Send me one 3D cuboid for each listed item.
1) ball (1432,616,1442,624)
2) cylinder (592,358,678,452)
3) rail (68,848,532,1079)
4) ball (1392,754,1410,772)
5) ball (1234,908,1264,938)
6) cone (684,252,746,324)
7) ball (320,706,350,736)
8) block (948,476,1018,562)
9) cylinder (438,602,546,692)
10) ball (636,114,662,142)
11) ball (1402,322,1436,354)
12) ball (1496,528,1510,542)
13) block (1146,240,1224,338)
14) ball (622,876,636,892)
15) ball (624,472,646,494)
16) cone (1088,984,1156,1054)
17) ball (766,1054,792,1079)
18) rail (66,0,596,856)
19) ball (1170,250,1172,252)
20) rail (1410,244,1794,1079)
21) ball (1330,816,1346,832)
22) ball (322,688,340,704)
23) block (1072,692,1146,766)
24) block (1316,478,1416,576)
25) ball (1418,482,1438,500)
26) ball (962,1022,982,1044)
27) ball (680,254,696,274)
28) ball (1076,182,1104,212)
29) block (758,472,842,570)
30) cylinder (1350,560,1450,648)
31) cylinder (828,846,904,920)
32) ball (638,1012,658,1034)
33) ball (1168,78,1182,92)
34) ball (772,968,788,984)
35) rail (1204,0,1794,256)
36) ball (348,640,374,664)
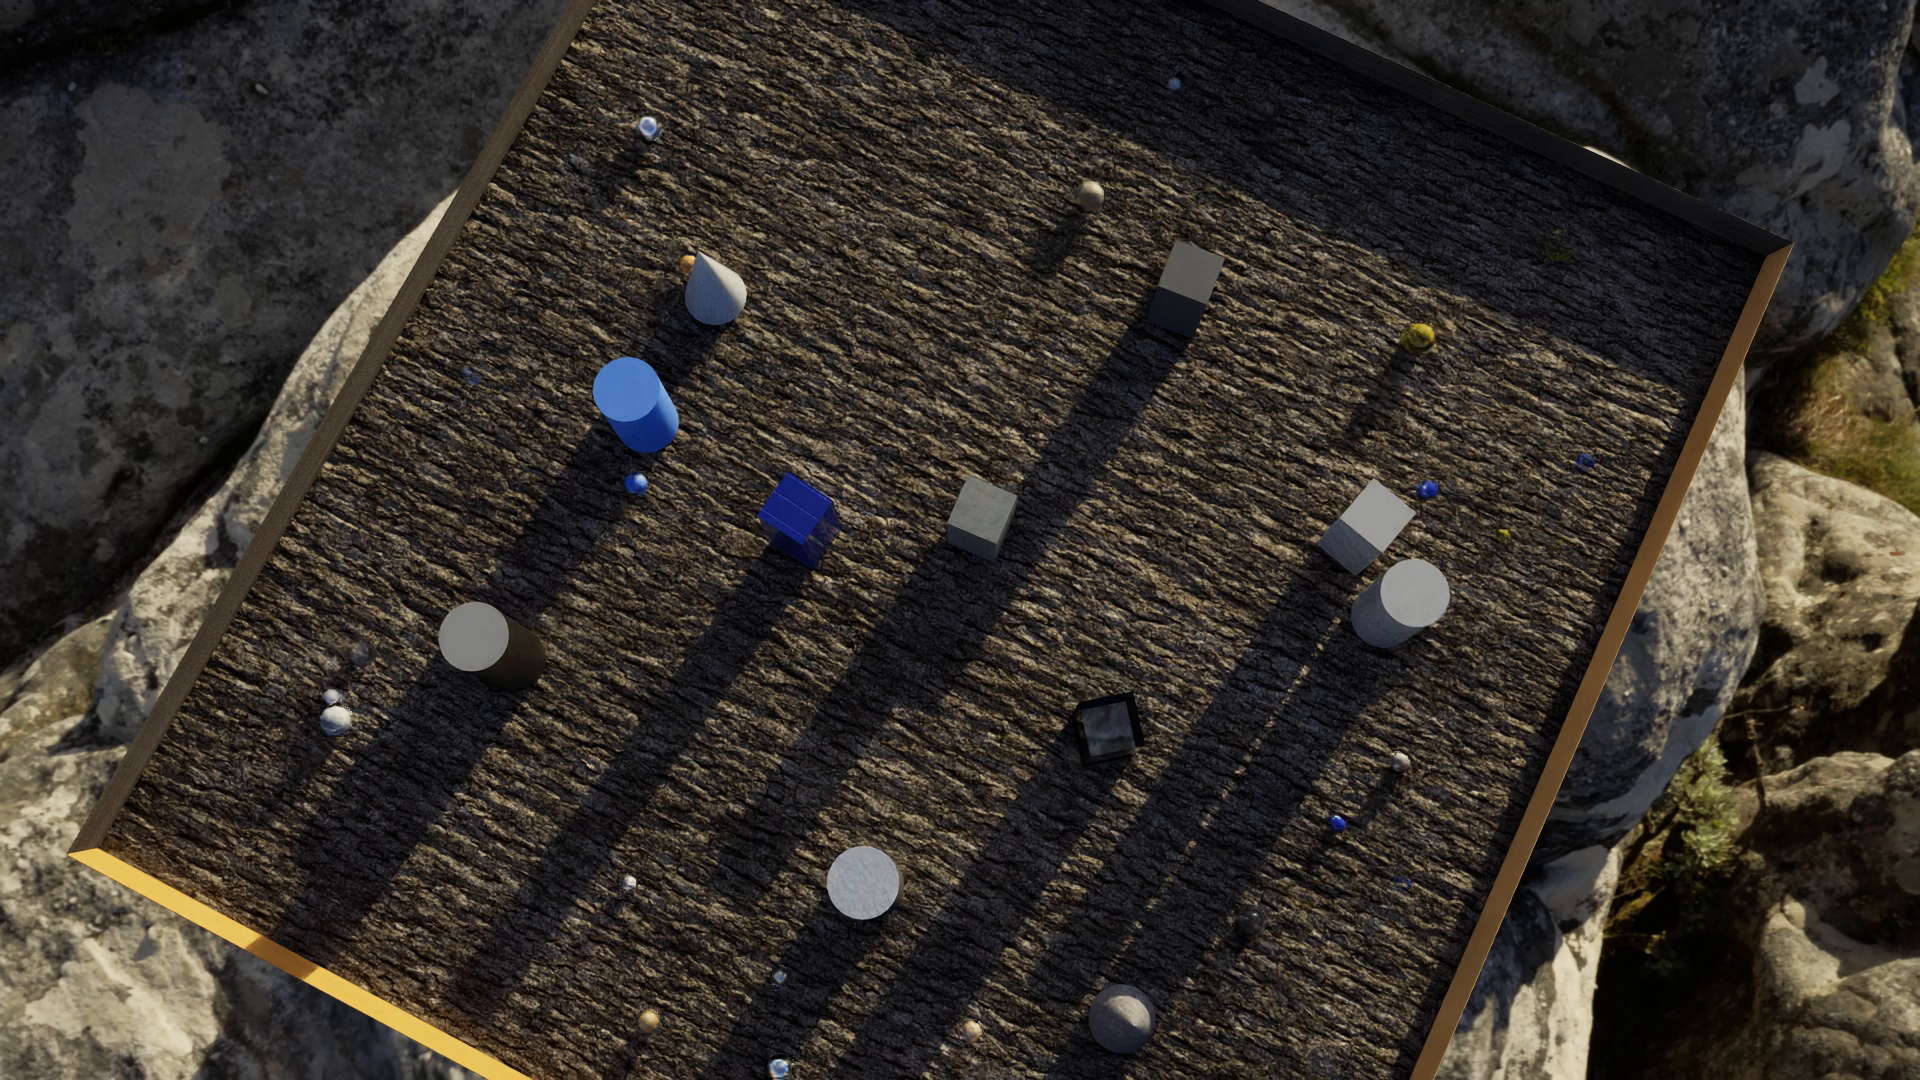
[{"bbox_3d":[1.419,0.218,5.530,0.073,0.073,0.073,0,78,0],"label":"ball"},{"bbox_3d":[-0.971,-0.402,5.514,0.195,0.364,0.195,0,78,0],"label":"cylinder"},{"bbox_3d":[-0.881,1.731,5.192,3.789,0.127,0.045,26,80,5],"label":"rail"},{"bbox_3d":[1.312,0.663,5.451,0.056,0.056,0.056,0,78,0],"label":"ball"},{"bbox_3d":[0.844,1.115,5.342,0.087,0.087,0.087,0,78,0],"label":"ball"},{"bbox_3d":[-0.771,-0.811,5.583,0.195,0.395,0.195,0,78,0],"label":"cone"},{"bbox_3d":[-1.862,0.538,5.461,0.087,0.087,0.087,0,78,0],"label":"ball"},{"bbox_3d":[0.065,-0.060,5.482,0.156,0.287,0.156,23,79,5],"label":"block"},{"bbox_3d":[-1.349,0.315,5.312,0.195,0.469,0.195,0,78,0],"label":"cylinder"},{"bbox_3d":[-0.993,-1.315,5.846,0.083,0.083,0.083,0,78,0],"label":"ball"},{"bbox_3d":[1.426,-0.626,5.696,0.098,0.098,0.098,0,78,0],"label":"ball"},{"bbox_3d":[1.658,-0.013,5.597,0.043,0.043,0.043,0,78,0],"label":"ball"},{"bbox_3d":[0.688,-0.763,5.606,0.156,0.329,0.156,22,79,4],"label":"block"},{"bbox_3d":[-0.971,1.010,5.385,0.044,0.044,0.044,0,78,0],"label":"ball"},{"bbox_3d":[-0.996,-0.174,5.618,0.068,0.068,0.068,0,78,0],"label":"ball"},{"bbox_3d":[0.472,1.355,5.147,0.195,0.370,0.195,0,78,0],"label":"cone"},{"bbox_3d":[-0.519,1.516,5.265,0.074,0.074,0.074,0,78,0],"label":"ball"},{"bbox_3d":[-1.673,-0.813,5.719,0.045,0.127,3.986,26,80,5],"label":"rail"},{"bbox_3d":[0.701,-0.891,5.758,0.084,0.084,0.084,0,78,0],"label":"ball"},{"bbox_3d":[1.673,0.826,5.380,0.045,0.127,3.986,26,80,5],"label":"rail"},{"bbox_3d":[1.117,0.840,5.419,0.047,0.047,0.047,0,78,0],"label":"ball"},{"bbox_3d":[-1.885,0.470,5.495,0.048,0.048,0.048,0,78,0],"label":"ball"},{"bbox_3d":[0.427,0.552,5.320,0.156,0.357,0.156,-11,79,-2],"label":"block"},{"bbox_3d":[1.200,-0.034,5.438,0.156,0.363,0.156,40,81,8],"label":"block"},{"bbox_3d":[1.436,-0.152,5.619,0.057,0.057,0.057,0,78,0],"label":"ball"},{"bbox_3d":[0.033,1.422,5.291,0.060,0.060,0.060,0,78,0],"label":"ball"},{"bbox_3d":[-0.849,-0.865,5.746,0.059,0.059,0.059,0,78,0],"label":"ball"},{"bbox_3d":[0.412,-1.086,5.795,0.092,0.092,0.092,0,78,0],"label":"ball"},{"bbox_3d":[-0.472,-0.052,5.429,0.156,0.389,0.156,33,80,6],"label":"block"},{"bbox_3d":[1.285,0.190,5.372,0.195,0.402,0.195,0,78,0],"label":"cylinder"},{"bbox_3d":[-0.262,0.973,5.177,0.195,0.466,0.195,0,78,0],"label":"cylinder"},{"bbox_3d":[-0.901,1.395,5.297,0.060,0.060,0.060,0,78,0],"label":"ball"},{"bbox_3d":[0.689,-1.466,5.897,0.045,0.045,0.045,0,78,0],"label":"ball"},{"bbox_3d":[-0.522,1.269,5.330,0.047,0.047,0.047,0,78,0],"label":"ball"},{"bbox_3d":[0.881,-1.718,5.906,3.789,0.127,0.045,26,80,5],"label":"rail"},{"bbox_3d":[-1.799,0.337,5.509,0.075,0.075,0.075,0,78,0],"label":"ball"}]
